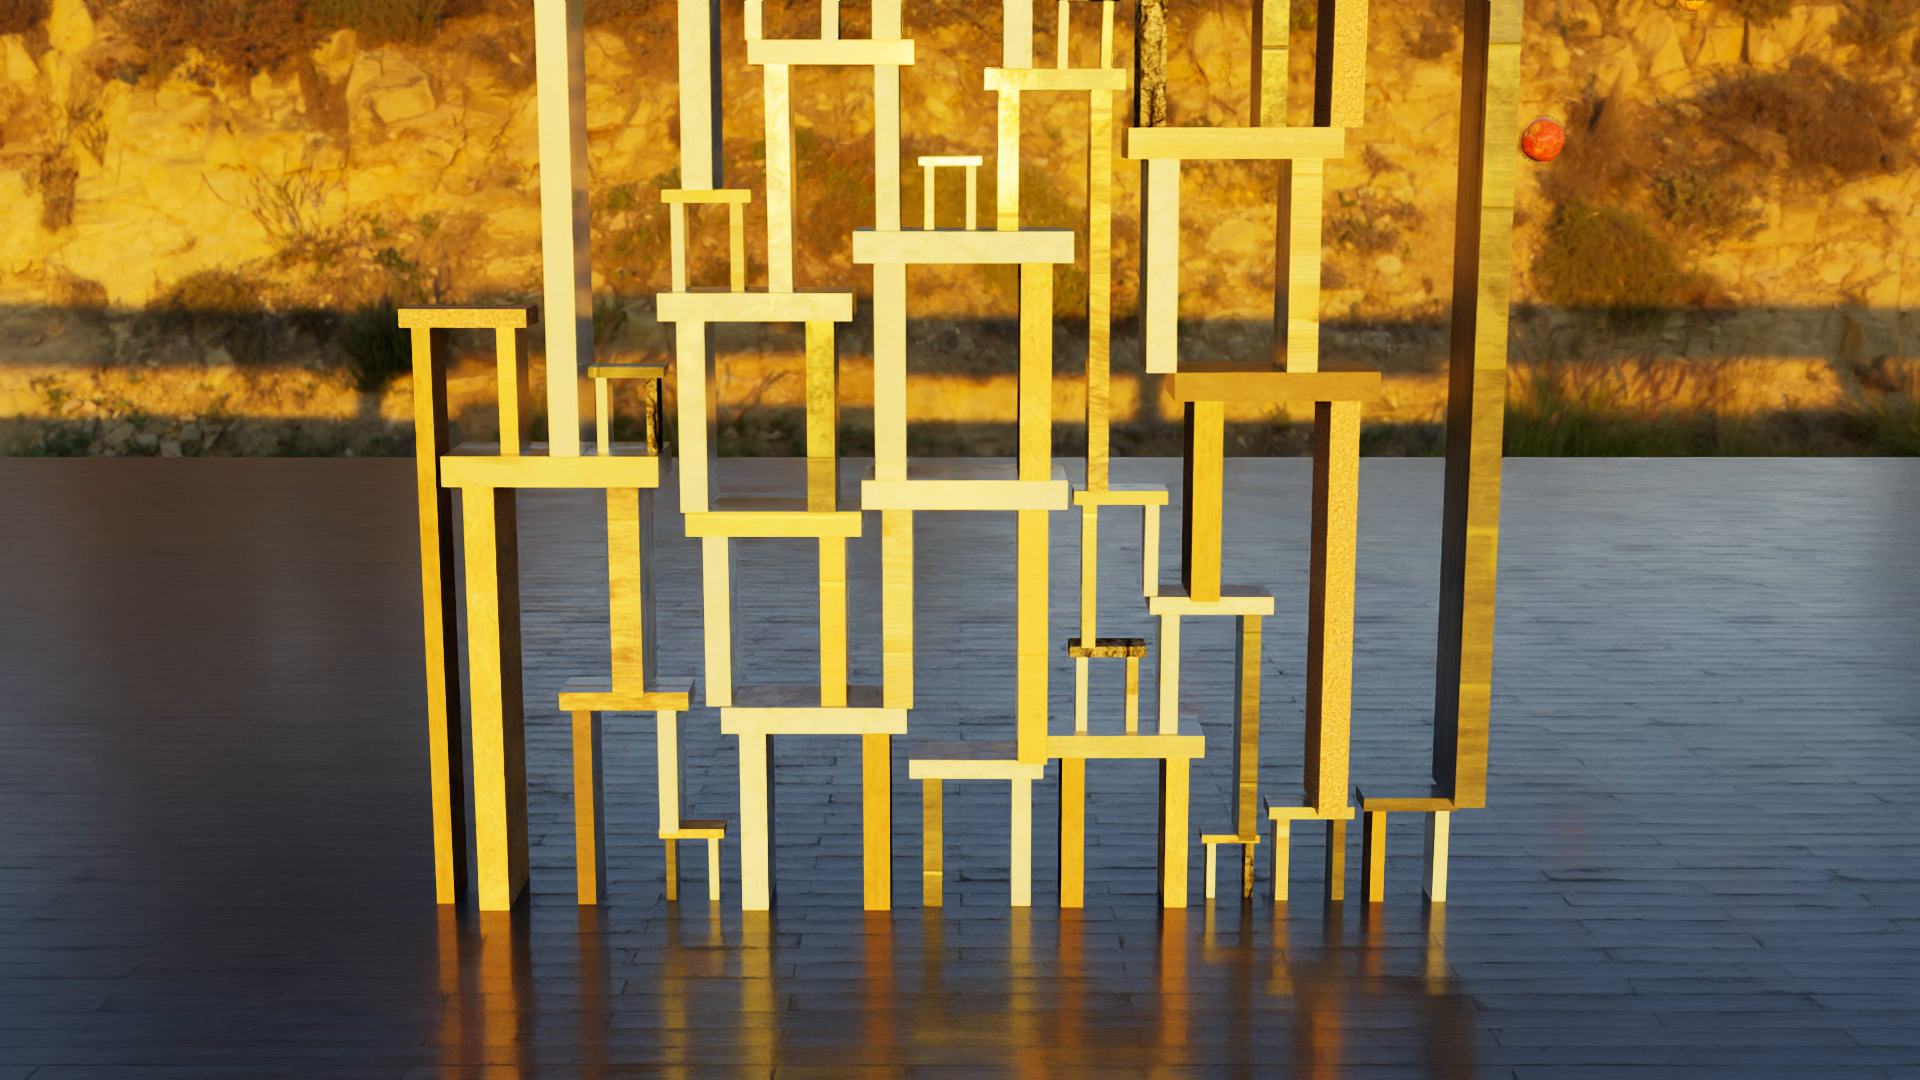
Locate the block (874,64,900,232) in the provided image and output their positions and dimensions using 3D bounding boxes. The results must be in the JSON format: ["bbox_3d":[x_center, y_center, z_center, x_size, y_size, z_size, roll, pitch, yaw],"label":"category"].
[{"bbox_3d":[-0.113,-0.614,3.444,0.036,0.253,0.126,0,11,-1],"label":"block"}]

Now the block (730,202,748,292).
[{"bbox_3d":[-0.349,-0.465,3.477,0.020,0.139,0.069,0,11,0],"label":"block"}]

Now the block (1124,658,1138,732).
[{"bbox_3d":[0.280,0.245,3.602,0.017,0.123,0.062,0,11,0],"label":"block"}]

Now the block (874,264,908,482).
[{"bbox_3d":[-0.109,-0.275,3.508,0.048,0.340,0.170,0,11,0],"label":"block"}]

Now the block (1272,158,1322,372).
[{"bbox_3d":[0.532,-0.437,3.473,0.047,0.328,0.164,0,11,0],"label":"block"}]

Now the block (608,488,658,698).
[{"bbox_3d":[-0.532,0.069,3.577,0.048,0.341,0.171,0,11,0],"label":"block"}]

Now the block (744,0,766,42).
[{"bbox_3d":[-0.316,-0.860,3.396,0.025,0.176,0.088,0,11,0],"label":"block"}]

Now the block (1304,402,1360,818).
[{"bbox_3d":[0.603,0.101,3.575,0.045,0.677,0.160,0,11,0],"label":"block"}]

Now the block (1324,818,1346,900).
[{"bbox_3d":[0.624,0.521,3.660,0.020,0.140,0.070,0,11,0],"label":"block"}]

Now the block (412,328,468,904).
[{"bbox_3d":[-0.847,0.123,3.586,0.028,0.948,0.100,0,11,0],"label":"block"}]

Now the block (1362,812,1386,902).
[{"bbox_3d":[0.688,0.514,3.657,0.022,0.155,0.077,0,11,0],"label":"block"}]

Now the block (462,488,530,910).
[{"bbox_3d":[-0.760,0.245,3.610,0.048,0.700,0.171,0,11,0],"label":"block"}]

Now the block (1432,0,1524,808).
[{"bbox_3d":[0.824,-0.284,3.503,0.049,1.426,0.173,0,11,0],"label":"block"}]

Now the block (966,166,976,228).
[{"bbox_3d":[0.017,-0.539,3.459,0.014,0.098,0.049,0,9,0],"label":"block"}]

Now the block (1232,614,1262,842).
[{"bbox_3d":[0.470,0.297,3.615,0.028,0.380,0.099,0,11,0],"label":"block"}]

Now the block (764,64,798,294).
[{"bbox_3d":[-0.280,-0.567,3.453,0.036,0.348,0.126,0,11,0],"label":"block"}]

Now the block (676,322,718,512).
[{"bbox_3d":[-0.420,-0.206,3.524,0.043,0.302,0.151,0,11,0],"label":"block"}]

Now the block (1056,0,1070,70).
[{"bbox_3d":[0.159,-0.783,3.415,0.015,0.103,0.052,1,11,0],"label":"block"}]

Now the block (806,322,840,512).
[{"bbox_3d":[-0.219,-0.206,3.524,0.043,0.302,0.151,0,11,0],"label":"block"}]

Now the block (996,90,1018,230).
[{"bbox_3d":[0.074,-0.595,3.444,0.030,0.215,0.108,0,11,0],"label":"block"}]

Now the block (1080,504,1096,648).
[{"bbox_3d":[0.208,0.052,3.566,0.021,0.235,0.075,0,11,0],"label":"block"}]

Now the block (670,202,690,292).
[{"bbox_3d":[-0.442,-0.465,3.476,0.020,0.139,0.069,0,11,0],"label":"block"}]

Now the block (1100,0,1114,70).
[{"bbox_3d":[0.227,-0.783,3.413,0.015,0.103,0.052,2,12,0],"label":"block"}]

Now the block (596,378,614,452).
[{"bbox_3d":[-0.568,-0.204,3.521,0.017,0.119,0.059,0,11,0],"label":"block"}]

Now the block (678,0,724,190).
[{"bbox_3d":[-0.403,-0.712,3.426,0.046,0.327,0.163,0,11,0],"label":"block"}]

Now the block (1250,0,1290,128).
[{"bbox_3d":[0.480,-0.781,3.409,0.039,0.277,0.139,0,11,0],"label":"block"}]

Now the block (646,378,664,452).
[{"bbox_3d":[-0.489,-0.204,3.521,0.017,0.119,0.059,0,11,0],"label":"block"}]

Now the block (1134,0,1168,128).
[{"bbox_3d":[0.295,-0.780,3.410,0.039,0.277,0.139,0,11,0],"label":"block"}]

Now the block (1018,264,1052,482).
[{"bbox_3d":[0.118,-0.275,3.508,0.048,0.340,0.170,0,11,0],"label":"block"}]

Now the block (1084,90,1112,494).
[{"bbox_3d":[0.218,-0.392,3.482,0.030,0.627,0.108,0,11,0],"label":"block"}]

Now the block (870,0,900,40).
[{"bbox_3d":[-0.114,-0.921,3.385,0.043,0.301,0.150,0,11,-3],"label":"block"}]

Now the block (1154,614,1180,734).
[{"bbox_3d":[0.338,0.208,3.598,0.028,0.198,0.099,0,11,0],"label":"block"}]

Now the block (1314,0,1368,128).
[{"bbox_3d":[0.592,-0.815,3.403,0.049,0.346,0.173,1,11,0],"label":"block"}]

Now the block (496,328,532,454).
[{"bbox_3d":[-0.713,-0.244,3.517,0.028,0.200,0.100,0,11,0],"label":"block"}]

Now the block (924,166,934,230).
[{"bbox_3d":[-0.048,-0.539,3.459,0.014,0.098,0.049,0,9,-1],"label":"block"}]

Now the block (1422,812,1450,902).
[{"bbox_3d":[0.791,0.514,3.657,0.022,0.155,0.077,0,11,0],"label":"block"}]

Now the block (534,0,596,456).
[{"bbox_3d":[-0.620,-0.509,3.464,0.046,0.740,0.163,0,11,0],"label":"block"}]

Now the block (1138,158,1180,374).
[{"bbox_3d":[0.313,-0.437,3.474,0.047,0.329,0.164,0,11,0],"label":"block"}]

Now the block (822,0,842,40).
[{"bbox_3d":[-0.198,-0.860,3.396,0.025,0.176,0.088,1,11,0],"label":"block"}]

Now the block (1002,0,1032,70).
[{"bbox_3d":[0.089,-0.900,3.387,0.043,0.344,0.150,0,11,0],"label":"block"}]

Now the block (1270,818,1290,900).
[{"bbox_3d":[0.531,0.521,3.660,0.020,0.140,0.070,0,11,0],"label":"block"}]

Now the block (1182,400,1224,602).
[{"bbox_3d":[0.390,-0.074,3.542,0.045,0.320,0.160,0,10,0],"label":"block"}]

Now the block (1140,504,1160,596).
[{"bbox_3d":[0.307,0.010,3.558,0.021,0.149,0.075,0,11,0],"label":"block"}]
